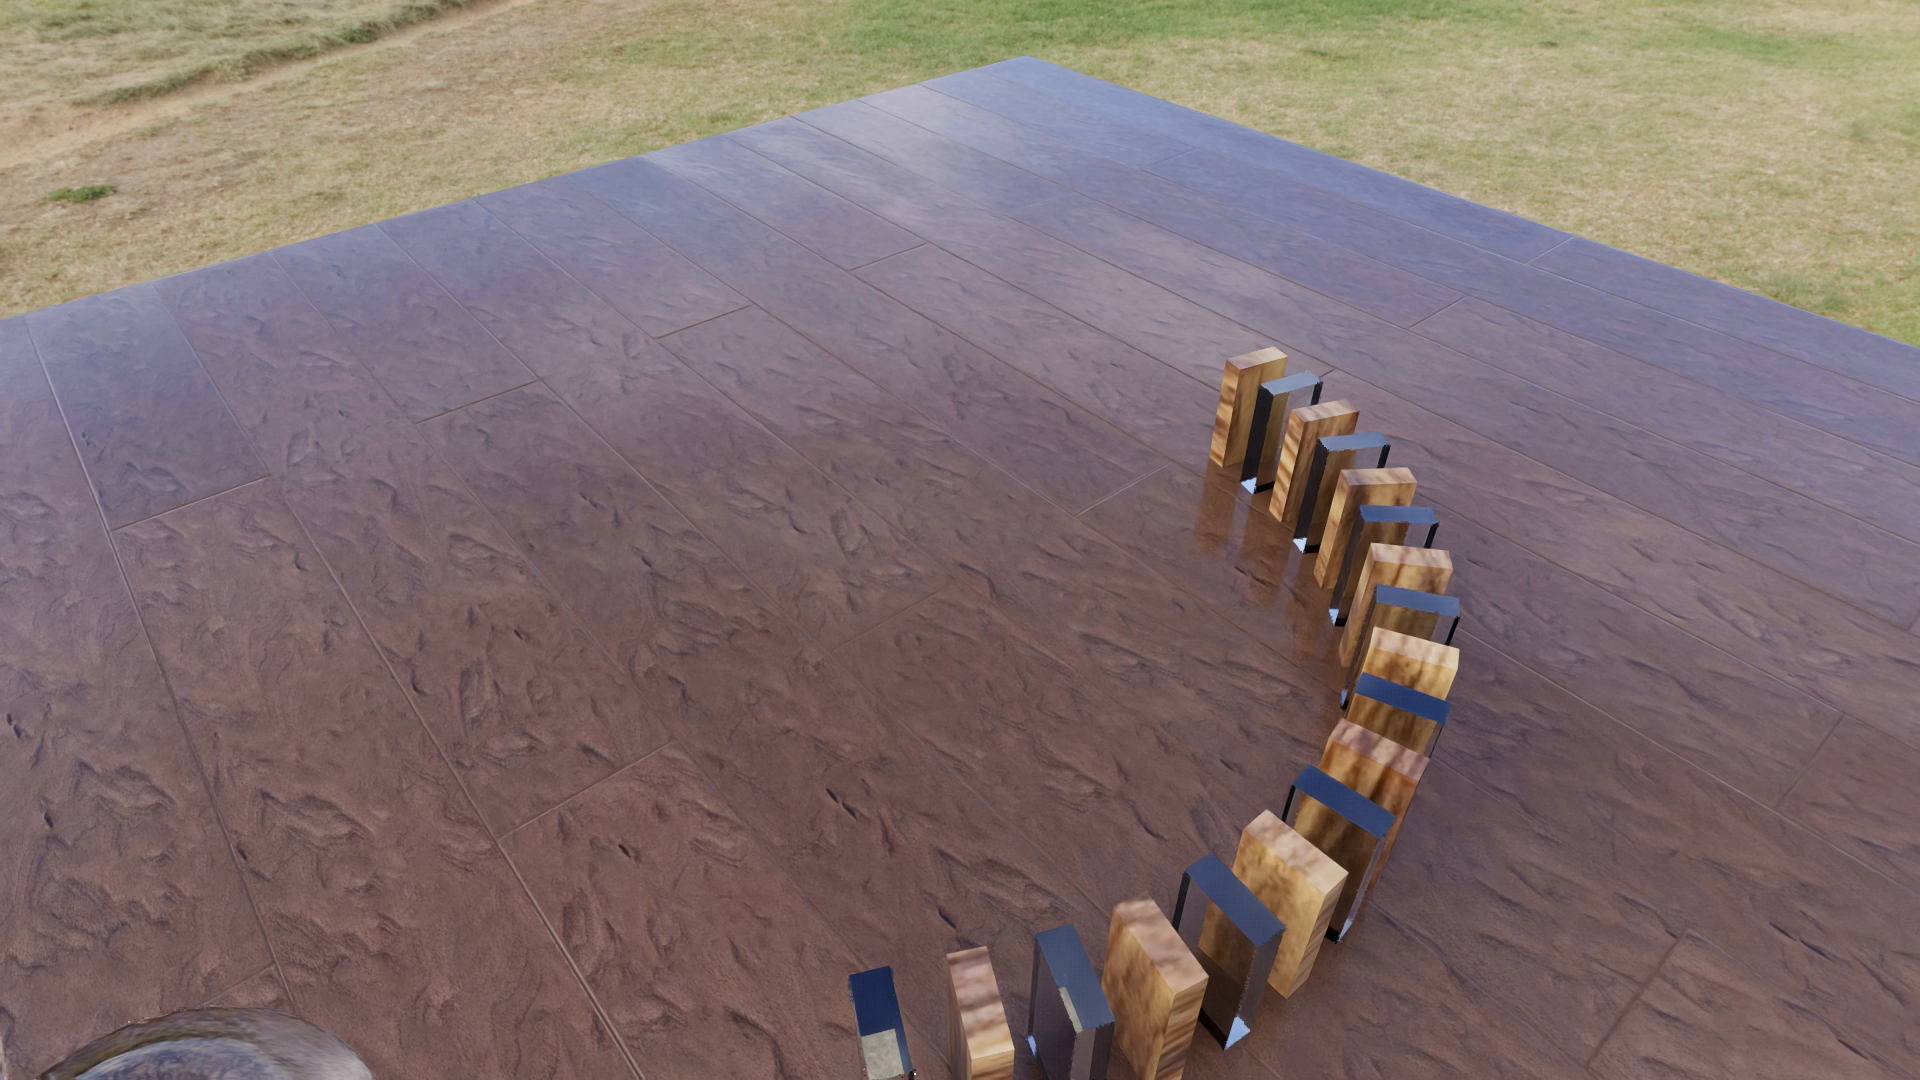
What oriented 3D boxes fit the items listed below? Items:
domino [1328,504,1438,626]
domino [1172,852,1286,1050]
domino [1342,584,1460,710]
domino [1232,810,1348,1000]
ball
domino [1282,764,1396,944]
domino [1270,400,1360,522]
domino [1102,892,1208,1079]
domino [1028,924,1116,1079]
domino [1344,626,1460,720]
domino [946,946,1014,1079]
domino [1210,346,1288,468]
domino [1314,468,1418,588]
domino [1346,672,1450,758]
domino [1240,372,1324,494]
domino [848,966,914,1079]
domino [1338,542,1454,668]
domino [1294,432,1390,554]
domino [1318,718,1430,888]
[{"bbox_3d":[0.153,0.010,0.399,0.025,0.050,0.009,2,39,2],"label":"domino"},{"bbox_3d":[0.066,0.106,0.282,0.010,0.050,0.025,-23,44,-25],"label":"domino"},{"bbox_3d":[0.145,0.038,0.364,0.025,0.050,0.010,11,40,13],"label":"domino"},{"bbox_3d":[0.084,0.097,0.293,0.010,0.050,0.025,-28,47,-30],"label":"domino"},{"bbox_3d":[-0.157,0.137,0.221,0.080,0.080,0.080,0,39,0],"label":"ball"},{"bbox_3d":[0.101,0.088,0.305,0.025,0.050,0.009,31,48,32],"label":"domino"},{"bbox_3d":[0.144,-0.032,0.450,0.025,0.050,0.009,-12,41,-14],"label":"domino"},{"bbox_3d":[0.047,0.113,0.273,0.009,0.050,0.025,-18,43,-21],"label":"domino"},{"bbox_3d":[0.026,0.119,0.267,0.010,0.050,0.025,-12,41,-14],"label":"domino"},{"bbox_3d":[0.137,0.052,0.348,0.025,0.050,0.009,15,42,18],"label":"domino"},{"bbox_3d":[0.004,0.122,0.262,0.010,0.050,0.025,-8,40,-10],"label":"domino"},{"bbox_3d":[0.126,-0.058,0.482,0.025,0.050,0.010,-17,42,-20],"label":"domino"},{"bbox_3d":[0.153,-0.004,0.416,0.025,0.050,0.009,-2,39,-3],"label":"domino"},{"bbox_3d":[0.127,0.065,0.333,0.025,0.050,0.009,20,43,23],"label":"domino"},{"bbox_3d":[0.136,-0.045,0.467,0.025,0.050,0.009,-16,42,-19],"label":"domino"},{"bbox_3d":[-0.018,0.126,0.258,0.010,0.050,0.025,-9,40,-11],"label":"domino"},{"bbox_3d":[0.150,0.025,0.381,0.025,0.050,0.009,6,40,8],"label":"domino"},{"bbox_3d":[0.150,-0.018,0.434,0.025,0.050,0.010,-6,40,-8],"label":"domino"},{"bbox_3d":[0.115,0.077,0.318,0.025,0.050,0.010,25,46,27],"label":"domino"}]
